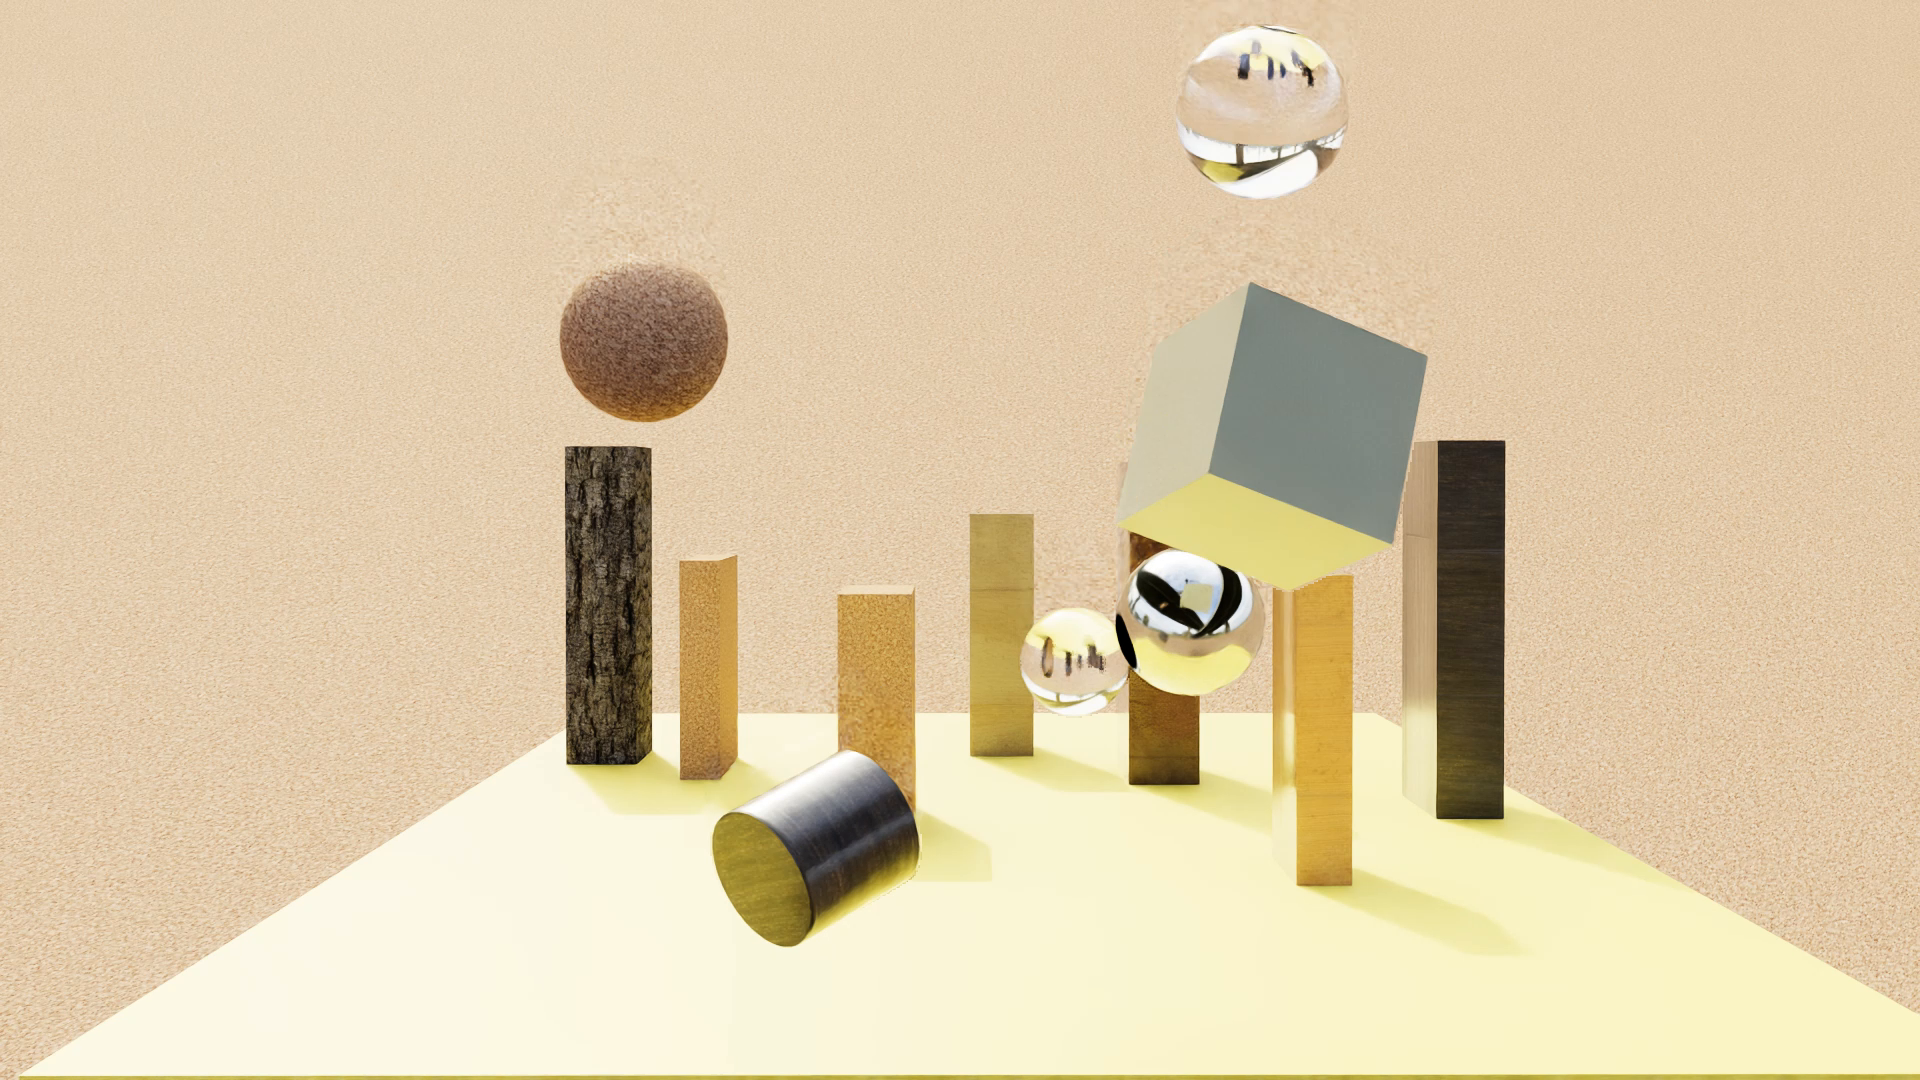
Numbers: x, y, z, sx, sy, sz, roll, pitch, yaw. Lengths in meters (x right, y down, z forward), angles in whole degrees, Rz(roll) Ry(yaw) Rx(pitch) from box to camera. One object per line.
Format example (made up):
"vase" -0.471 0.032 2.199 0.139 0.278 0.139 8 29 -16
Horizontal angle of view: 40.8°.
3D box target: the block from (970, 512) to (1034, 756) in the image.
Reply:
"block" 0.090 0.202 5.665 0.137 0.521 0.247 0 1 0

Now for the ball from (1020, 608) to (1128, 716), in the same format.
"ball" 0.132 0.139 2.966 0.125 0.125 0.125 0 26 0

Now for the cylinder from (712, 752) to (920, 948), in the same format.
"cylinder" -0.141 0.301 2.522 0.144 0.144 0.144 24 38 39

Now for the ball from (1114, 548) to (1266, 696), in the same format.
"ball" 0.259 0.091 2.912 0.169 0.169 0.169 0 26 0

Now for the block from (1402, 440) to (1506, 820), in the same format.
"block" 0.892 0.153 4.680 0.119 0.662 0.349 0 1 0

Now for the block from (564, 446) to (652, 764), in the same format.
"block" -0.750 0.134 5.528 0.147 0.665 0.285 0 1 0

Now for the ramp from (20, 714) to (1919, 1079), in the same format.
"ramp" 0.059 0.537 4.574 2.000 0.100 4.000 0 1 0

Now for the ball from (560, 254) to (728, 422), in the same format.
"ball" -0.289 -0.185 2.361 0.154 0.154 0.154 0 26 0

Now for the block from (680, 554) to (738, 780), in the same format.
"block" -0.516 0.253 5.316 0.080 0.435 0.415 0 1 0

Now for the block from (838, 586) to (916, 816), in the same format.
"block" -0.143 0.288 4.491 0.123 0.403 0.377 0 1 0

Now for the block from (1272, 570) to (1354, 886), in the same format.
"block" 0.533 0.275 3.912 0.082 0.454 0.288 0 1 0

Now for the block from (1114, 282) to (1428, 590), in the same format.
"block" 0.312 -0.099 2.597 0.206 0.206 0.206 20 -20 -17

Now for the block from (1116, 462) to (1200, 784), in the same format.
"block" 0.397 0.159 5.204 0.138 0.628 0.373 0 1 0

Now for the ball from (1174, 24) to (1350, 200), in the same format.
"ball" 0.298 -0.422 2.548 0.171 0.171 0.171 0 26 0
